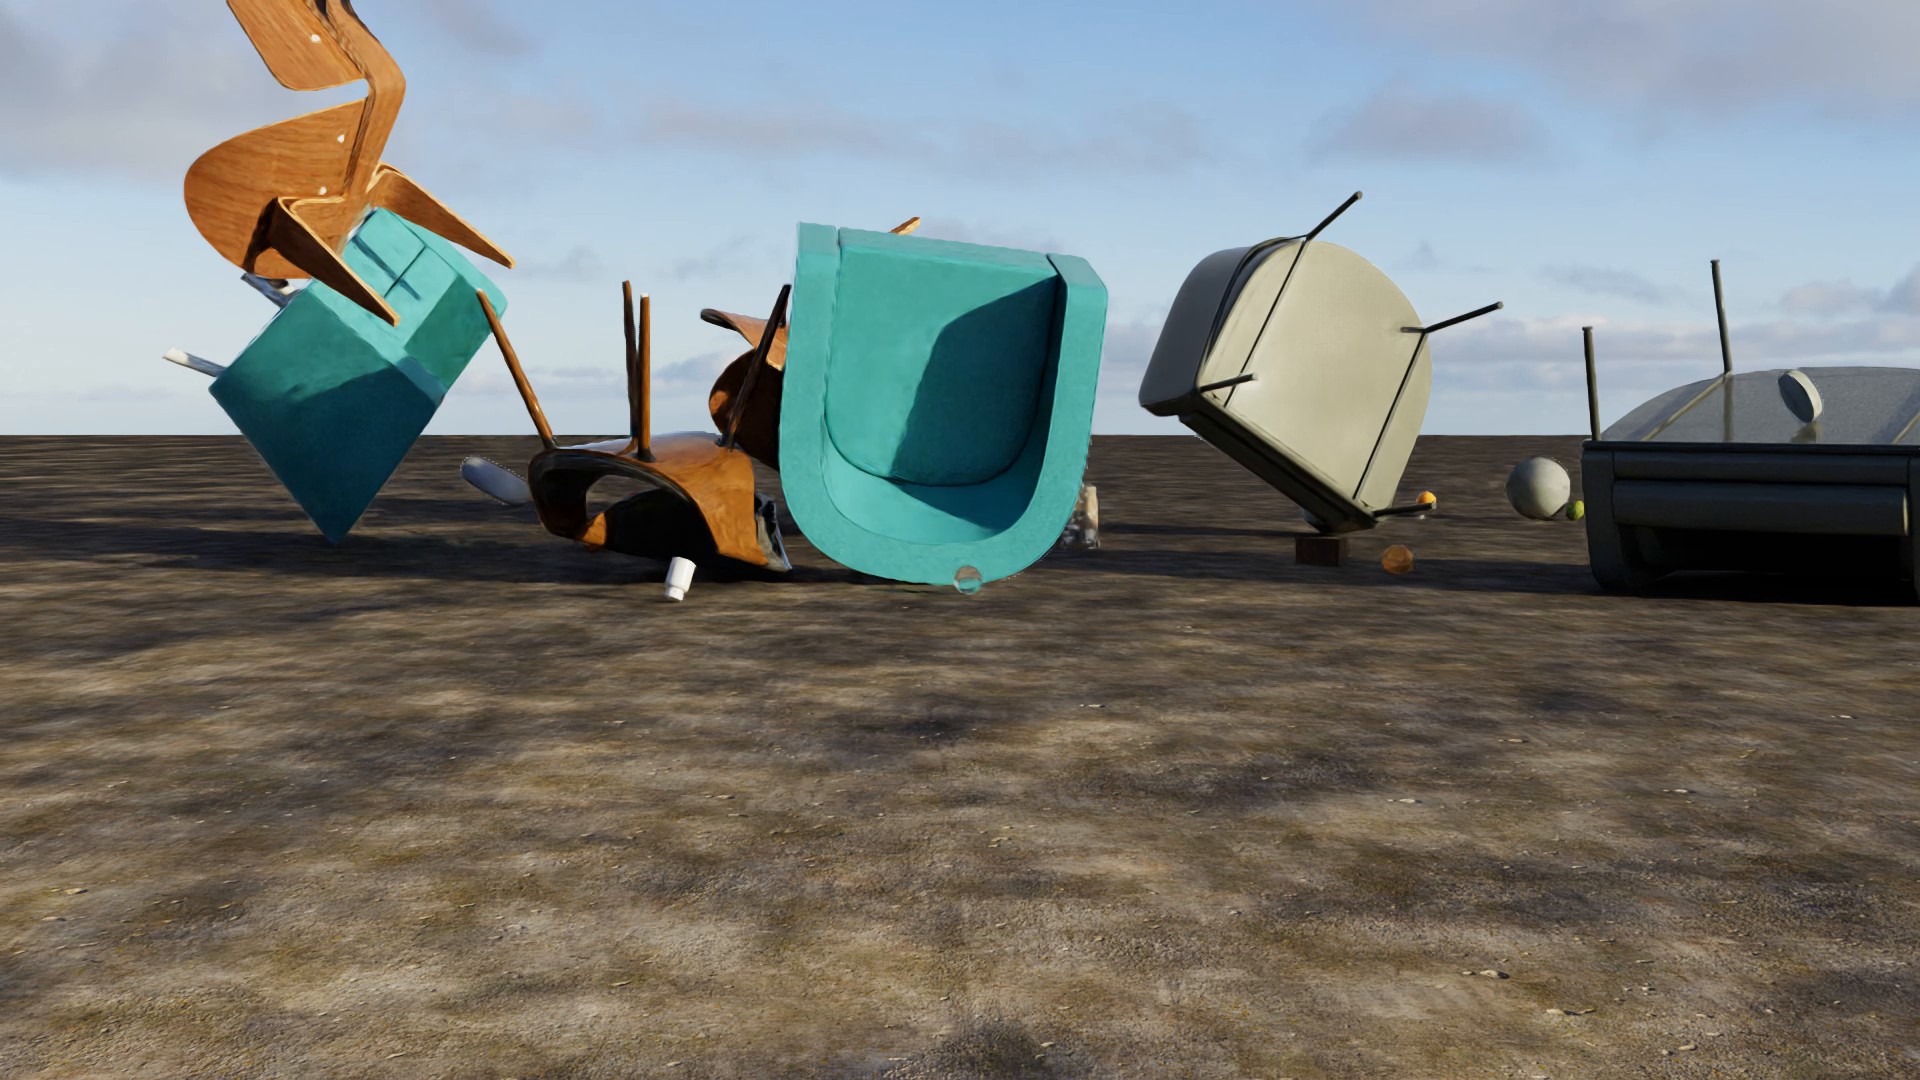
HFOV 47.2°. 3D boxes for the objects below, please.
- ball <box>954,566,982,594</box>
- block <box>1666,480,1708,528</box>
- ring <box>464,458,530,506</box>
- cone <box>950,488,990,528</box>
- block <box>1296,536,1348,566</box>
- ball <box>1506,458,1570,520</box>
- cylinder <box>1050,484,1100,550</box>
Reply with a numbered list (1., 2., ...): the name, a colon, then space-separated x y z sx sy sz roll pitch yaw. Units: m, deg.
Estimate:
1. ball: 0.018 0.088 4.806 0.064 0.064 0.064 0 4 0
2. block: 2.313 -0.114 6.994 0.079 0.115 0.064 -29 16 16
3. ring: -1.781 -0.223 8.442 0.288 0.098 0.110 28 7 5
4. cone: 0.028 -0.110 7.145 0.140 0.122 0.096 -5 -3 -19
5. block: 0.924 0.028 5.622 0.114 0.070 0.080 2 4 25
6. ball: 1.993 -0.178 7.576 0.213 0.213 0.213 0 4 0
7. cylinder: 0.320 -0.066 6.168 0.134 0.172 0.113 0 9 18
